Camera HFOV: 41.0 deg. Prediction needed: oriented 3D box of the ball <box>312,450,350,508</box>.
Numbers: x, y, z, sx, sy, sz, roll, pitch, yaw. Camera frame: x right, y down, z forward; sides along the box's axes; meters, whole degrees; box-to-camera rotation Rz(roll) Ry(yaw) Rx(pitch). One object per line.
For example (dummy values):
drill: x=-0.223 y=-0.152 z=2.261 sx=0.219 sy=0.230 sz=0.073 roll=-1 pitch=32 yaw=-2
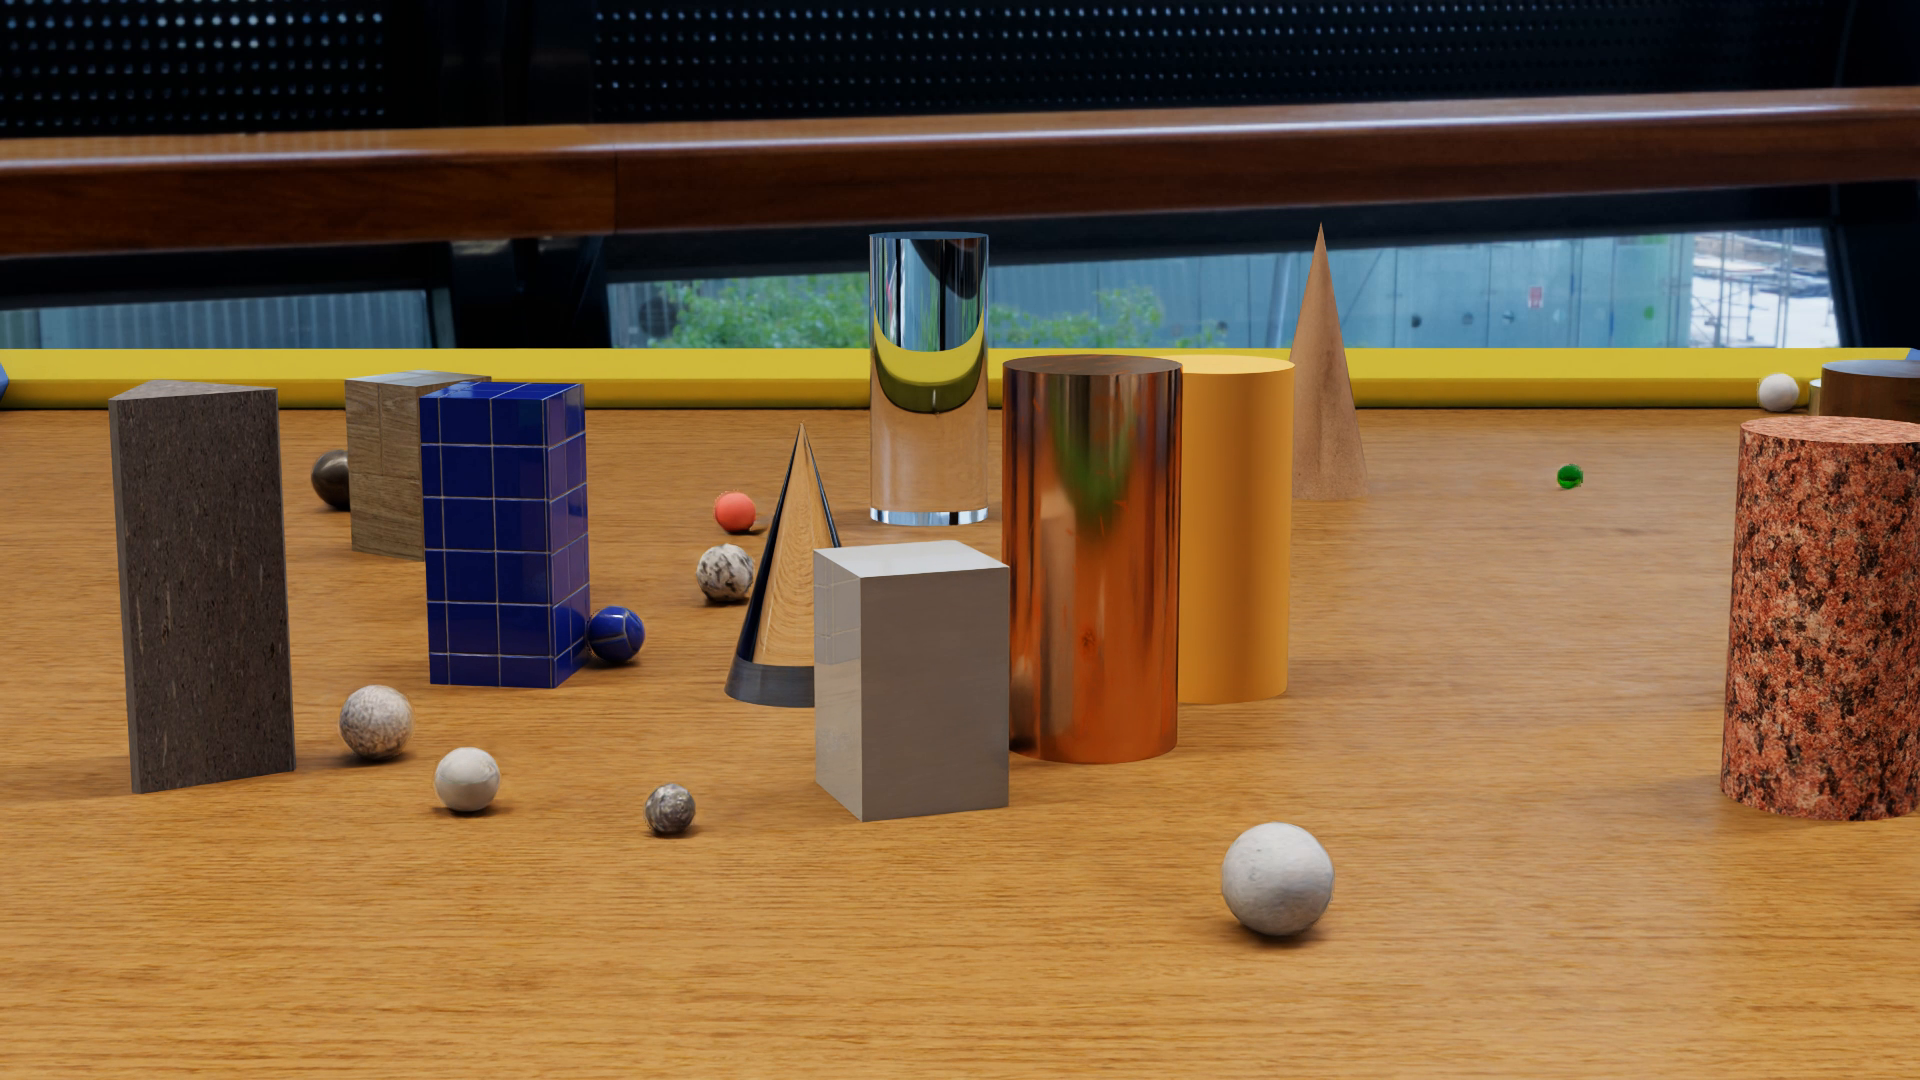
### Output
ball: x=-1.024 y=-0.101 z=4.249 sx=0.095 sy=0.095 sz=0.095 roll=0 pitch=11 yaw=0

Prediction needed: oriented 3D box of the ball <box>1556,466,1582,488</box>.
ball: x=1.055 y=-0.109 z=4.442 sx=0.041 sy=0.041 sz=0.041 roll=0 pitch=11 yaw=0

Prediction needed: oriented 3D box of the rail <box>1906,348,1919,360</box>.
rail: x=2.023 y=0.030 z=3.461 sx=0.045 sy=0.124 sz=4.141 roll=0 pitch=11 yaw=0

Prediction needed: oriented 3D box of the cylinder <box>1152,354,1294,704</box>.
cylinder: x=0.292 y=-0.017 z=3.011 sx=0.191 sy=0.382 sz=0.191 roll=0 pitch=11 yaw=0

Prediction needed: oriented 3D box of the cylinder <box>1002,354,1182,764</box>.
cylinder: x=0.140 y=0.016 z=2.755 sx=0.191 sy=0.411 sz=0.191 roll=0 pitch=11 yaw=0

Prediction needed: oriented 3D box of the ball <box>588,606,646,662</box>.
ball: x=-0.422 y=0.116 z=3.151 sx=0.070 sy=0.070 sz=0.070 roll=0 pitch=11 yaw=0

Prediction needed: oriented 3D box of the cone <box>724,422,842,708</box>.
cone: x=-0.183 y=0.017 z=2.999 sx=0.191 sy=0.320 sz=0.191 roll=0 pitch=11 yaw=0

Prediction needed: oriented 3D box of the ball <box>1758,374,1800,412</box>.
ball: x=1.726 y=-0.311 z=5.409 sx=0.083 sy=0.083 sz=0.083 roll=0 pitch=11 yaw=0

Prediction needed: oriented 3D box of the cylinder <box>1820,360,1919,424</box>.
cylinder: x=1.126 y=-0.023 z=3.086 sx=0.191 sy=0.368 sz=0.191 roll=0 pitch=11 yaw=0

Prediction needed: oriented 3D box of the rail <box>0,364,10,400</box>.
rail: x=-2.023 y=0.034 z=3.438 sx=0.045 sy=0.124 sz=4.141 roll=0 pitch=11 yaw=0

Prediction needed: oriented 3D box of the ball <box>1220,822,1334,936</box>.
ball: x=0.268 y=0.286 z=2.167 sx=0.096 sy=0.096 sz=0.096 roll=0 pitch=11 yaw=0

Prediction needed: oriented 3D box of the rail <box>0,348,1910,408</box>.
rail: x=-0.012 y=-0.343 z=5.462 sx=4.093 sy=0.124 sz=0.045 roll=0 pitch=11 yaw=0

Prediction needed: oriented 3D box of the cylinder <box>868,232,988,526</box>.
cylinder: x=-0.050 y=-0.263 z=4.137 sx=0.191 sy=0.455 sz=0.191 roll=0 pitch=11 yaw=0

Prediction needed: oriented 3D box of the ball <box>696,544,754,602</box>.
ball: x=-0.321 y=0.045 z=3.506 sx=0.079 sy=0.079 sz=0.079 roll=0 pitch=11 yaw=0

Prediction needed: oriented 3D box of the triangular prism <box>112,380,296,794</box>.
triangular prism: x=-0.801 y=0.040 z=2.656 sx=0.166 sy=0.400 sz=0.143 roll=-7 pitch=12 yaw=-32

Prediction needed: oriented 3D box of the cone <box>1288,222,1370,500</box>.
cone: x=0.611 y=-0.312 z=4.383 sx=0.191 sy=0.461 sz=0.191 roll=0 pitch=11 yaw=0

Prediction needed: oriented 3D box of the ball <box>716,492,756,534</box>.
ball: x=-0.351 y=-0.043 z=4.019 sx=0.064 sy=0.064 sz=0.064 roll=0 pitch=11 yaw=0

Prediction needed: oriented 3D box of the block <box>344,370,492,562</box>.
block: x=-0.812 y=-0.115 z=3.872 sx=0.153 sy=0.261 sz=0.153 roll=7 pitch=13 yaw=34

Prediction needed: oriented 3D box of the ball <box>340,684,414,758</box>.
ball: x=-0.617 y=0.192 z=2.718 sx=0.078 sy=0.078 sz=0.078 roll=0 pitch=11 yaw=0

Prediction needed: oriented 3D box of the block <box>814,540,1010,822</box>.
block: x=-0.050 y=0.137 z=2.566 sx=0.153 sy=0.243 sz=0.153 roll=-4 pitch=11 yaw=-20

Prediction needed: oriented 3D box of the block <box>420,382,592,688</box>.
block: x=-0.542 y=-0.009 z=3.078 sx=0.153 sy=0.343 sz=0.153 roll=2 pitch=11 yaw=8

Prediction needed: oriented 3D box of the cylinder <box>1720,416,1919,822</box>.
cylinder: x=0.867 y=0.074 z=2.556 sx=0.191 sy=0.371 sz=0.191 roll=0 pitch=11 yaw=0

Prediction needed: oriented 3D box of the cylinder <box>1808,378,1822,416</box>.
cylinder: x=1.273 y=-0.072 z=3.566 sx=0.191 sy=0.288 sz=0.191 roll=0 pitch=11 yaw=0

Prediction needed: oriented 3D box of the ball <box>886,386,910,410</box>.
ball: x=-0.132 y=-0.300 z=5.439 sx=0.051 sy=0.051 sz=0.051 roll=0 pitch=11 yaw=0

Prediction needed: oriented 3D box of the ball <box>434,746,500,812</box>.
ball: x=-0.485 y=0.236 z=2.525 sx=0.064 sy=0.064 sz=0.064 roll=0 pitch=11 yaw=0

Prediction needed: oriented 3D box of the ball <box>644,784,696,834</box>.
ball: x=-0.277 y=0.257 z=2.454 sx=0.048 sy=0.048 sz=0.048 roll=0 pitch=11 yaw=0
